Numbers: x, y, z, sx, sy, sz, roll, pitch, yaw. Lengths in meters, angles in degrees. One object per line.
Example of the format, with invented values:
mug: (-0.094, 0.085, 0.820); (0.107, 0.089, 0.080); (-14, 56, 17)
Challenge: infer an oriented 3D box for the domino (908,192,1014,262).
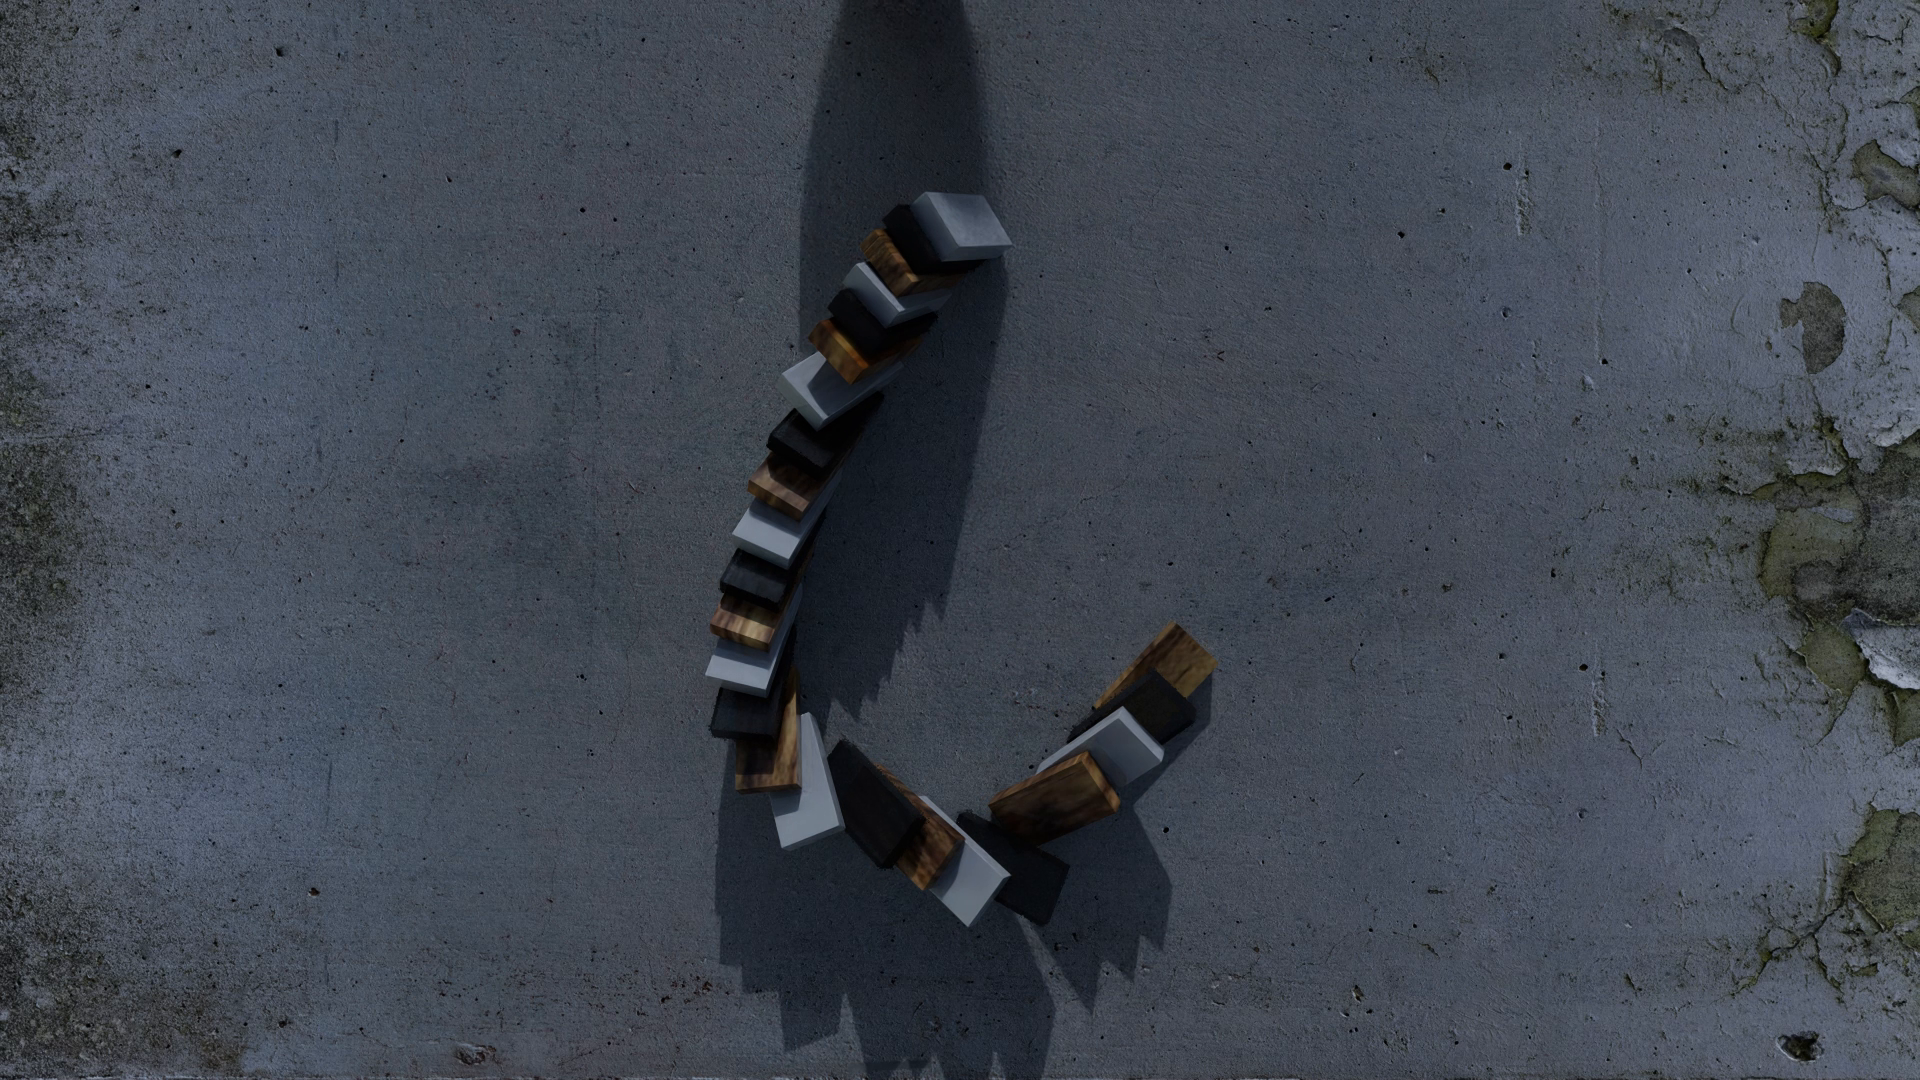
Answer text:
domino: (0.001, -0.129, 0.377); (0.010, 0.050, 0.025); (-31, 90, 33)

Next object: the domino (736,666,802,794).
domino: (-0.080, 0.079, 0.384); (0.025, 0.010, 0.050); (-6, 63, 0)

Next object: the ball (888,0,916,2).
ball: (-0.024, -0.258, 0.360); (0.080, 0.080, 0.080); (0, 90, 0)

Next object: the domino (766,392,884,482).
domino: (-0.055, -0.050, 0.381); (0.025, 0.010, 0.050); (34, 54, 0)

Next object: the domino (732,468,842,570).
domino: (-0.071, -0.014, 0.382); (0.025, 0.009, 0.050); (24, 58, 2)

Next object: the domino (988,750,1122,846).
domino: (0.039, 0.110, 0.384); (0.050, 0.010, 0.025); (-33, 90, 28)

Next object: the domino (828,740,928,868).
domino: (-0.040, 0.109, 0.382); (0.050, 0.009, 0.025); (37, 91, 33)

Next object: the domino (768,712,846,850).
domino: (-0.067, 0.101, 0.384); (0.025, 0.010, 0.050); (-22, 62, 1)

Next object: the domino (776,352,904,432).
domino: (-0.049, -0.068, 0.381); (0.025, 0.009, 0.050); (48, 54, 1)

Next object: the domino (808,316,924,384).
domino: (-0.038, -0.082, 0.377); (0.025, 0.050, 0.010); (48, 126, 0)

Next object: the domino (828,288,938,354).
domino: (-0.031, -0.093, 0.376); (0.025, 0.050, 0.010); (48, 123, 0)

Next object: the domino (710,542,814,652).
domino: (-0.082, 0.020, 0.383); (0.025, 0.009, 0.050); (19, 58, 0)

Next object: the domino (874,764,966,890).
domino: (-0.025, 0.120, 0.385); (0.050, 0.009, 0.025); (35, 90, 26)

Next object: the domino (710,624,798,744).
domino: (-0.085, 0.058, 0.383); (0.025, 0.010, 0.050); (6, 57, 0)

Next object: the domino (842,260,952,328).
domino: (-0.025, -0.104, 0.376); (0.025, 0.050, 0.010); (48, 123, 0)

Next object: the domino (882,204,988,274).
domino: (-0.009, -0.124, 0.376); (0.010, 0.050, 0.025); (-31, 90, 33)

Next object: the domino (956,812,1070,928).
domino: (0.018, 0.137, 0.384); (0.050, 0.010, 0.025); (21, 91, 27)

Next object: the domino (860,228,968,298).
domino: (-0.018, -0.115, 0.377); (0.010, 0.050, 0.025); (-36, 90, 33)

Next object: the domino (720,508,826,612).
domino: (-0.077, 0.003, 0.382); (0.025, 0.010, 0.050); (21, 58, 1)

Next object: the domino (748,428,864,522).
domino: (-0.064, -0.034, 0.383); (0.025, 0.009, 0.050); (31, 58, 0)

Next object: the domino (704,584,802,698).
domino: (-0.085, 0.039, 0.383); (0.025, 0.009, 0.050); (13, 58, 0)

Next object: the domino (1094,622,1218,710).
domino: (0.084, 0.062, 0.395); (0.025, 0.010, 0.050); (43, 90, 0)

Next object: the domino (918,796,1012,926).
domino: (-0.006, 0.134, 0.384); (0.050, 0.009, 0.025); (36, 92, 26)

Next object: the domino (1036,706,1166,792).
domino: (0.058, 0.093, 0.383); (0.025, 0.010, 0.050); (46, 120, -2)

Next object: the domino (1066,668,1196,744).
domino: (0.071, 0.078, 0.382); (0.025, 0.009, 0.050); (44, 120, -1)
